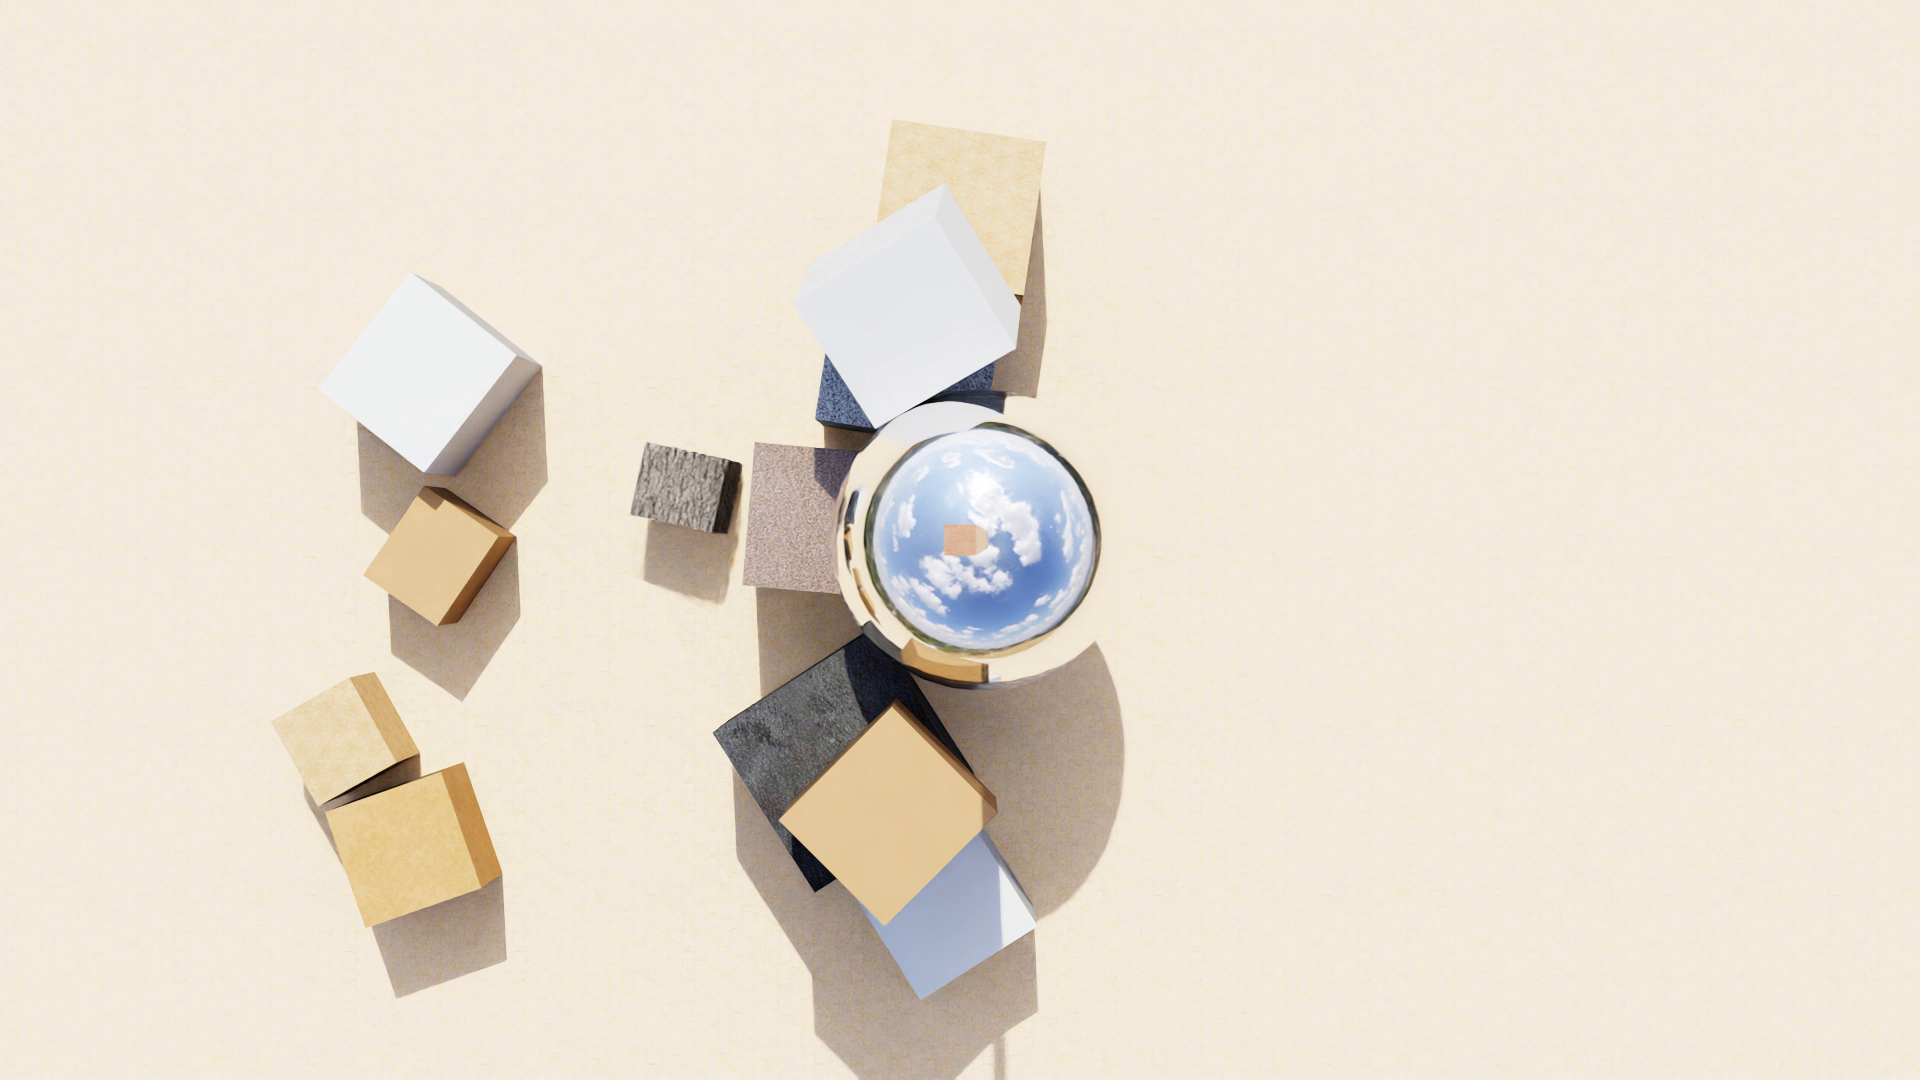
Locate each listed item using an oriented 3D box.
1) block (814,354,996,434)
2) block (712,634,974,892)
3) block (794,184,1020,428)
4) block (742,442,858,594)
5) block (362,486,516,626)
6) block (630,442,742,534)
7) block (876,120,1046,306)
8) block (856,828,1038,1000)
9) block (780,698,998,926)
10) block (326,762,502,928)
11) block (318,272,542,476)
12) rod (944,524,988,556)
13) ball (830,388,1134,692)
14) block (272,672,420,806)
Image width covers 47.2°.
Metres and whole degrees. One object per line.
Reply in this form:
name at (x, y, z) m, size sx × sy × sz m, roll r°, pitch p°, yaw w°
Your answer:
block at (-0.277, -1.008, 12.615) m, size 0.943 × 0.770 × 0.828 m, roll 9°, pitch 90°, yaw 0°
block at (-0.640, 1.216, 12.541) m, size 1.045 × 0.917 × 1.046 m, roll -33°, pitch 90°, yaw 0°
block at (-0.262, -1.249, 11.642) m, size 0.858 × 0.801 × 0.792 m, roll -29°, pitch 107°, yaw 14°
block at (-0.812, -0.114, 12.615) m, size 0.734 × 0.770 × 0.801 m, roll 5°, pitch 90°, yaw 0°
block at (-3.004, 0.090, 12.738) m, size 0.511 × 0.524 × 0.616 m, roll 34°, pitch 90°, yaw 0°
block at (-1.585, -0.298, 12.760) m, size 0.491 × 0.436 × 0.427 m, roll 12°, pitch 90°, yaw 5°
block at (-0.011, -1.817, 12.501) m, size 0.852 × 0.997 × 0.845 m, roll 8°, pitch 90°, yaw 0°
block at (-0.099, 2.044, 12.653) m, size 0.774 × 0.694 × 0.768 m, roll -32°, pitch 90°, yaw 0°
block at (-0.370, 1.429, 11.722) m, size 0.775 × 0.720 × 0.827 m, roll 45°, pitch 90°, yaw 0°
block at (-3.145, 1.752, 12.710) m, size 0.693 × 0.579 × 0.694 m, roll -19°, pitch 90°, yaw 0°
block at (-3.021, -0.934, 12.621) m, size 0.751 × 0.757 × 0.832 m, roll 38°, pitch 90°, yaw 0°
rod at (0.050, 0.000, 8.226) m, size 0.080 × 5.200 × 0.080 m, roll 0°, pitch 90°, yaw 1°
ball at (0.115, 0.000, 11.626) m, size 1.600 × 1.600 × 1.600 m, roll 0°, pitch 90°, yaw 0°
block at (-3.547, 1.143, 12.725) m, size 0.509 × 0.551 × 0.550 m, roll -29°, pitch 90°, yaw 0°
